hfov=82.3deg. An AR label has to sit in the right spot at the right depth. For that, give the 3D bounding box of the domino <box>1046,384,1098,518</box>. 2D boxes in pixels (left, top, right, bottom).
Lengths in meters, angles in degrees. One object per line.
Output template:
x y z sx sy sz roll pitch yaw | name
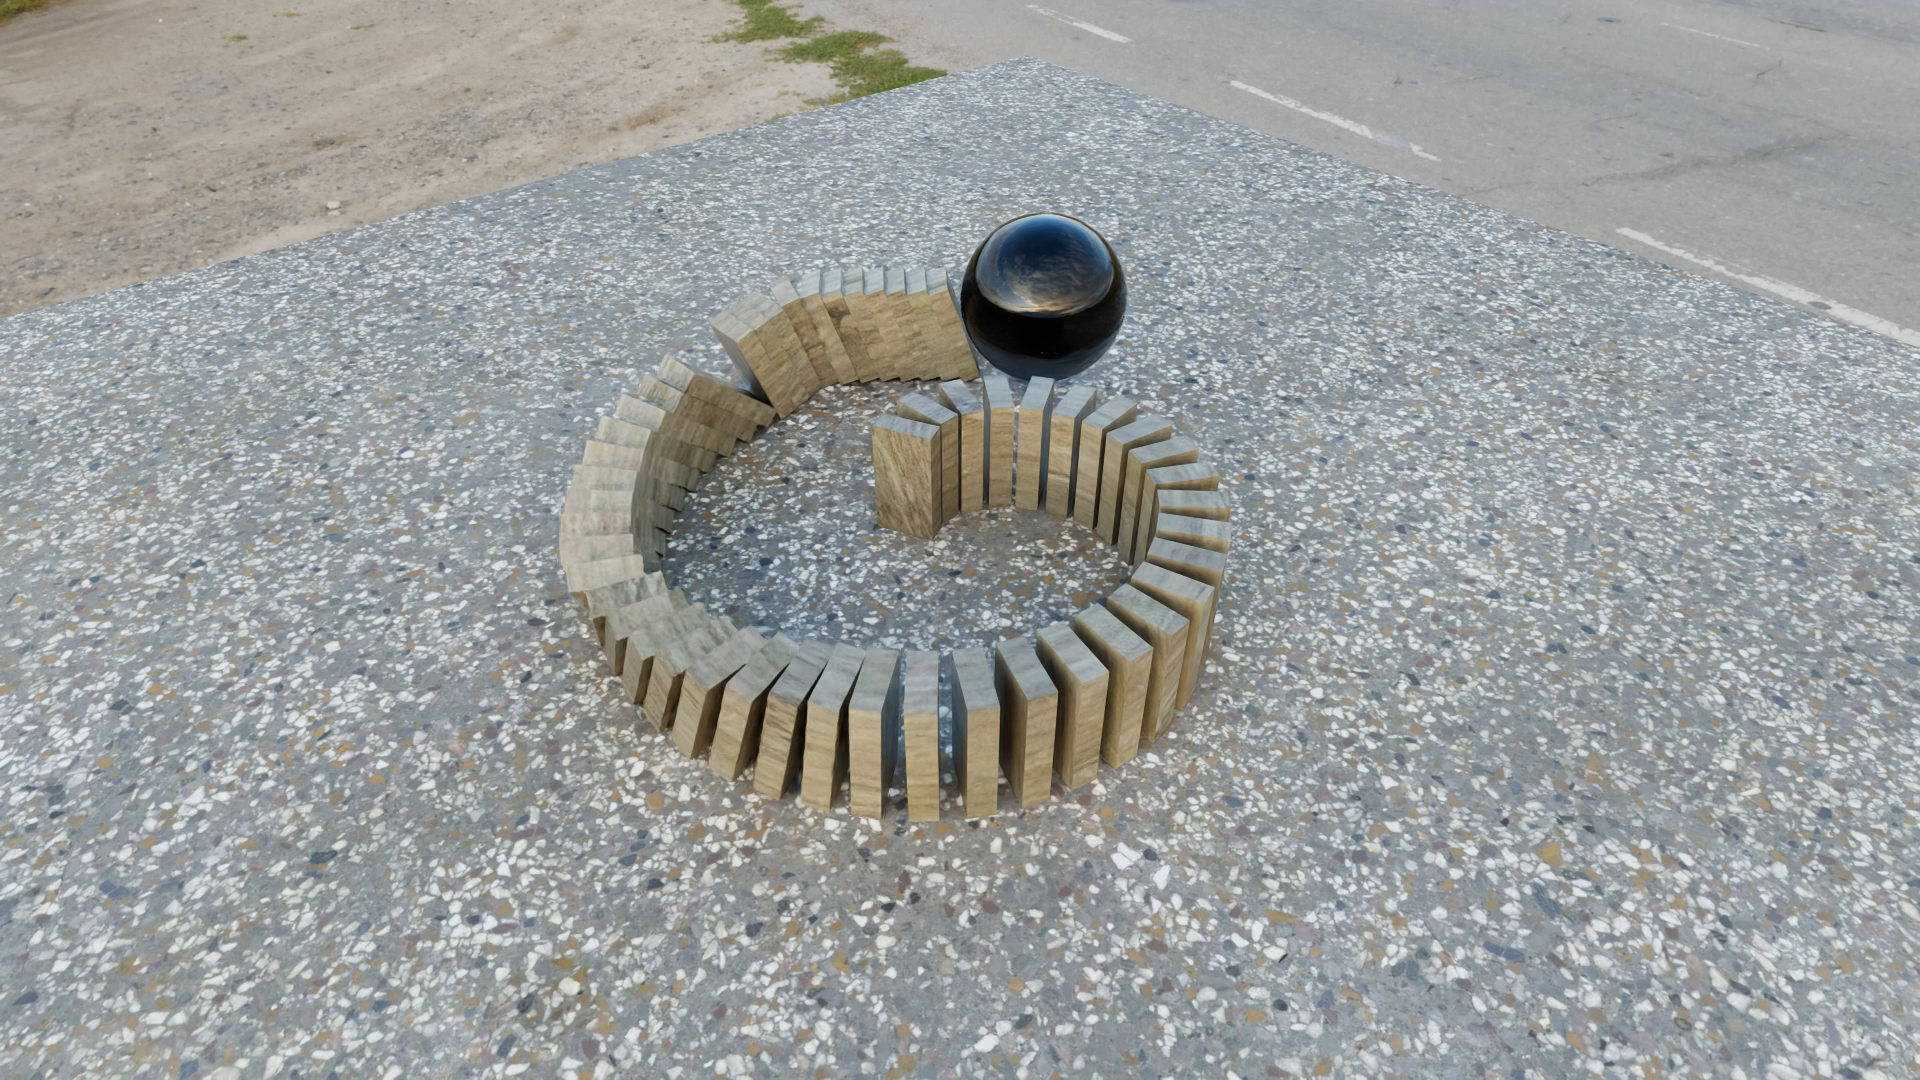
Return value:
0.046 -0.037 0.456 0.010 0.050 0.025 17 42 20 | domino

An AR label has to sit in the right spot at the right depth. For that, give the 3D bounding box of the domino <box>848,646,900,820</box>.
-0.026 0.060 0.338 0.010 0.050 0.025 8 40 6 | domino

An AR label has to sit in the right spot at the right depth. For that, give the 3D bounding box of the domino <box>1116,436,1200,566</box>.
0.077 -0.015 0.430 0.025 0.050 0.009 -15 42 -17 | domino

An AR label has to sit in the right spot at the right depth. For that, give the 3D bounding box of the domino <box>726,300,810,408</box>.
-0.090 -0.087 0.517 0.009 0.050 0.025 -41 52 -14 | domino

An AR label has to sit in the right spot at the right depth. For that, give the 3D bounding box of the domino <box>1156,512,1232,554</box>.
0.081 0.015 0.394 0.025 0.050 0.009 9 40 10 | domino

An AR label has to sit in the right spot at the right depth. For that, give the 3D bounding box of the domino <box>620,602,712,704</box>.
-0.098 0.038 0.366 0.025 0.050 0.010 -26 77 -28 | domino

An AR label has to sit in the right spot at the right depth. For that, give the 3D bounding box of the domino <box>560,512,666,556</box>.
-0.131 -0.002 0.419 0.025 0.050 0.010 -1 82 -1 | domino

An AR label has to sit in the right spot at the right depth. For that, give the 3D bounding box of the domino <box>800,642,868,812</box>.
-0.039 0.058 0.340 0.010 0.050 0.025 16 41 6 | domino

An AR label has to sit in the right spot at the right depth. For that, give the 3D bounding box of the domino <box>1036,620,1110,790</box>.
0.034 0.053 0.347 0.010 0.050 0.025 -19 43 -22 | domino

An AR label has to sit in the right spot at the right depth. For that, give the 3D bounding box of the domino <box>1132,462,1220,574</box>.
0.082 -0.005 0.418 0.025 0.050 0.010 -8 40 -9 | domino

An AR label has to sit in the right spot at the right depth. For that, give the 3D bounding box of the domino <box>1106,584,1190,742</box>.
0.059 0.041 0.362 0.025 0.050 0.010 32 49 33 | domino

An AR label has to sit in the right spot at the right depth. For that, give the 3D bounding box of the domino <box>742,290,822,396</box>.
-0.085 -0.093 0.525 0.009 0.050 0.025 -41 52 -15 | domino

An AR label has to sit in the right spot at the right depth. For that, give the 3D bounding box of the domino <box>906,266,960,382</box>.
-0.013 -0.106 0.540 0.009 0.050 0.025 -17 39 9 | domino

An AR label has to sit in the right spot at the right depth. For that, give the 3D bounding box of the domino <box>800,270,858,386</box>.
-0.063 -0.104 0.538 0.010 0.050 0.025 -17 39 9 | domino

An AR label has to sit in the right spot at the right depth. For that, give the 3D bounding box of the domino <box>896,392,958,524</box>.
-0.013 -0.033 0.452 0.025 0.050 0.010 31 49 32 | domino

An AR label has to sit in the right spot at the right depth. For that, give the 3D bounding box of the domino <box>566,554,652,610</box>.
-0.124 0.016 0.396 0.025 0.050 0.009 -9 80 -11 | domino

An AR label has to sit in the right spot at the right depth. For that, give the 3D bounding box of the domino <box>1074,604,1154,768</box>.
0.047 0.047 0.354 0.010 0.050 0.025 -25 45 -27 | domino

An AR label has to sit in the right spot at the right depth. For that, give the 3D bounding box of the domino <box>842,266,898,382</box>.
-0.043 -0.106 0.540 0.009 0.050 0.025 -17 39 9 | domino

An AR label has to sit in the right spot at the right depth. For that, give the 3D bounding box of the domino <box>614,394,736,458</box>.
-0.123 -0.049 0.479 0.025 0.009 0.050 22 1 25 | domino

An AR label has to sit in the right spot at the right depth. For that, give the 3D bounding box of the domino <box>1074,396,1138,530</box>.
0.059 -0.031 0.450 0.010 0.050 0.025 28 47 30 | domino

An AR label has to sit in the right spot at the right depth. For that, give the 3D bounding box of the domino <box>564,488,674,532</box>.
-0.132 -0.011 0.431 0.025 0.050 0.010 3 84 3 | domino

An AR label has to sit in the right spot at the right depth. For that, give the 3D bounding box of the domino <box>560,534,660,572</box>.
-0.128 0.008 0.407 0.025 0.050 0.009 -4 81 -5 | domino

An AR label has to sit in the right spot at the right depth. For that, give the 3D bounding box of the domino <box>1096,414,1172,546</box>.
0.069 -0.024 0.440 0.025 0.050 0.010 -22 44 -25 | domino

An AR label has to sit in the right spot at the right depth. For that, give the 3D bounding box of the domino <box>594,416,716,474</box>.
-0.128 -0.040 0.468 0.025 0.009 0.050 17 -1 20 | domino

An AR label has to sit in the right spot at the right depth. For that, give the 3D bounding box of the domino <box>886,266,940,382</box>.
-0.023 -0.106 0.540 0.009 0.050 0.025 -17 39 9 | domino

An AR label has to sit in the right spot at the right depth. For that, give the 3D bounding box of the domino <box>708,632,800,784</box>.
-0.065 0.053 0.346 0.009 0.050 0.025 34 47 10 | domino

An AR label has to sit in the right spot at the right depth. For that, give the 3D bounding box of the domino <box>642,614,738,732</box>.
-0.088 0.044 0.358 0.025 0.050 0.009 -31 75 -32 | domino

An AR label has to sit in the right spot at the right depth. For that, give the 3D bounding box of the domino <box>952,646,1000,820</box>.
0.004 0.060 0.339 0.009 0.050 0.025 -7 40 -8 | domino

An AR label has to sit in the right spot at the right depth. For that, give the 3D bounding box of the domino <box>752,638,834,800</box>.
-0.052 0.056 0.342 0.010 0.050 0.025 24 43 7 | domino

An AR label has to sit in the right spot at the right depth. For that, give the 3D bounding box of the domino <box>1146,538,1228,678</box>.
0.076 0.024 0.382 0.025 0.050 0.010 14 41 17 | domino

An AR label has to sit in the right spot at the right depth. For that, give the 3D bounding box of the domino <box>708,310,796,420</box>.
-0.096 -0.081 0.509 0.010 0.050 0.025 -42 51 -15 | domino

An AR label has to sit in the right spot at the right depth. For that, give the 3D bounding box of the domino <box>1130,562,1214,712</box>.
0.069 0.033 0.371 0.025 0.050 0.009 21 44 24 | domino

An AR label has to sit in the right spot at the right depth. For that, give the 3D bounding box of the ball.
0.040 -0.116 0.530 0.080 0.080 0.080 0 39 0 | ball

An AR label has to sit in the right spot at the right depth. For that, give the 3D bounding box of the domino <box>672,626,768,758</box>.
-0.077 0.049 0.351 0.009 0.050 0.025 44 53 13 | domino

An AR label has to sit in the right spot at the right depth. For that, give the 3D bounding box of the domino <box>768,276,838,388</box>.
-0.076 -0.100 0.533 0.009 0.050 0.025 -27 44 -4 | domino

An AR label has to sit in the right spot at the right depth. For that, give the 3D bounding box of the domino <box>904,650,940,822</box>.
-0.011 0.061 0.337 0.009 0.050 0.025 0 39 0 | domino

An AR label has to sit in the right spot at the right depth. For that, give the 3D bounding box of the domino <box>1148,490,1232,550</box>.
0.083 0.005 0.406 0.025 0.050 0.010 2 39 2 | domino

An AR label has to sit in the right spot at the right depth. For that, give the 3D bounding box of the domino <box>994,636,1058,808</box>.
0.020 0.057 0.342 0.010 0.050 0.025 -14 41 -16 | domino

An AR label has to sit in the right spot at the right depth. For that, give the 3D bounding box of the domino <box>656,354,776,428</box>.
-0.110 -0.067 0.500 0.025 0.009 0.050 33 7 38 | domino

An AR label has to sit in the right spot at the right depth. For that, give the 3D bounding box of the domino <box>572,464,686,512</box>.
-0.132 -0.021 0.443 0.025 0.010 0.050 6 -5 8 | domino

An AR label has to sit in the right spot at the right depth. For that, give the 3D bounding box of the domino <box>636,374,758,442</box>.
-0.116 -0.058 0.490 0.025 0.009 0.050 27 4 30 | domino

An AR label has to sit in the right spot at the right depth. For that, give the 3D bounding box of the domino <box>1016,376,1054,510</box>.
0.031 -0.040 0.461 0.009 0.050 0.025 9 40 11 | domino

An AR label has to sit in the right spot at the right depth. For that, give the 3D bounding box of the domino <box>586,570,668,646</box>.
-0.116 0.025 0.385 0.025 0.050 0.009 -16 79 -19 | domino

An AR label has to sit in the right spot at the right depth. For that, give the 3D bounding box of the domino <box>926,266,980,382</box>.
-0.003 -0.106 0.540 0.010 0.050 0.025 -17 39 9 | domino

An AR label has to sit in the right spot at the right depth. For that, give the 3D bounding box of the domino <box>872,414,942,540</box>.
-0.021 -0.025 0.442 0.025 0.050 0.009 15 42 17 | domino

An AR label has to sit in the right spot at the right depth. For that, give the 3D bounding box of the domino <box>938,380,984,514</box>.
0.000 -0.039 0.458 0.009 0.050 0.025 -14 41 -17 | domino

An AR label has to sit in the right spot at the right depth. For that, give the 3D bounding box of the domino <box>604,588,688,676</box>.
-0.107 0.032 0.375 0.025 0.050 0.009 -21 78 -24 | domino

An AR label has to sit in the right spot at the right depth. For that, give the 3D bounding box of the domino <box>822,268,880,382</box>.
-0.053 -0.105 0.539 0.009 0.050 0.025 -17 39 9 | domino

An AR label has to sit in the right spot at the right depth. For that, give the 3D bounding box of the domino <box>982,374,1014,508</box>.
0.016 -0.041 0.462 0.009 0.050 0.025 -4 39 -5 | domino

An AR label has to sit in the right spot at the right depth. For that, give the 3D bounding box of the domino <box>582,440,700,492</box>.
-0.131 -0.030 0.455 0.025 0.010 0.050 11 -3 13 | domino

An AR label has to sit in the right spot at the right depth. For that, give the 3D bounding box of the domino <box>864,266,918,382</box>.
-0.033 -0.106 0.540 0.009 0.050 0.025 -17 39 9 | domino
